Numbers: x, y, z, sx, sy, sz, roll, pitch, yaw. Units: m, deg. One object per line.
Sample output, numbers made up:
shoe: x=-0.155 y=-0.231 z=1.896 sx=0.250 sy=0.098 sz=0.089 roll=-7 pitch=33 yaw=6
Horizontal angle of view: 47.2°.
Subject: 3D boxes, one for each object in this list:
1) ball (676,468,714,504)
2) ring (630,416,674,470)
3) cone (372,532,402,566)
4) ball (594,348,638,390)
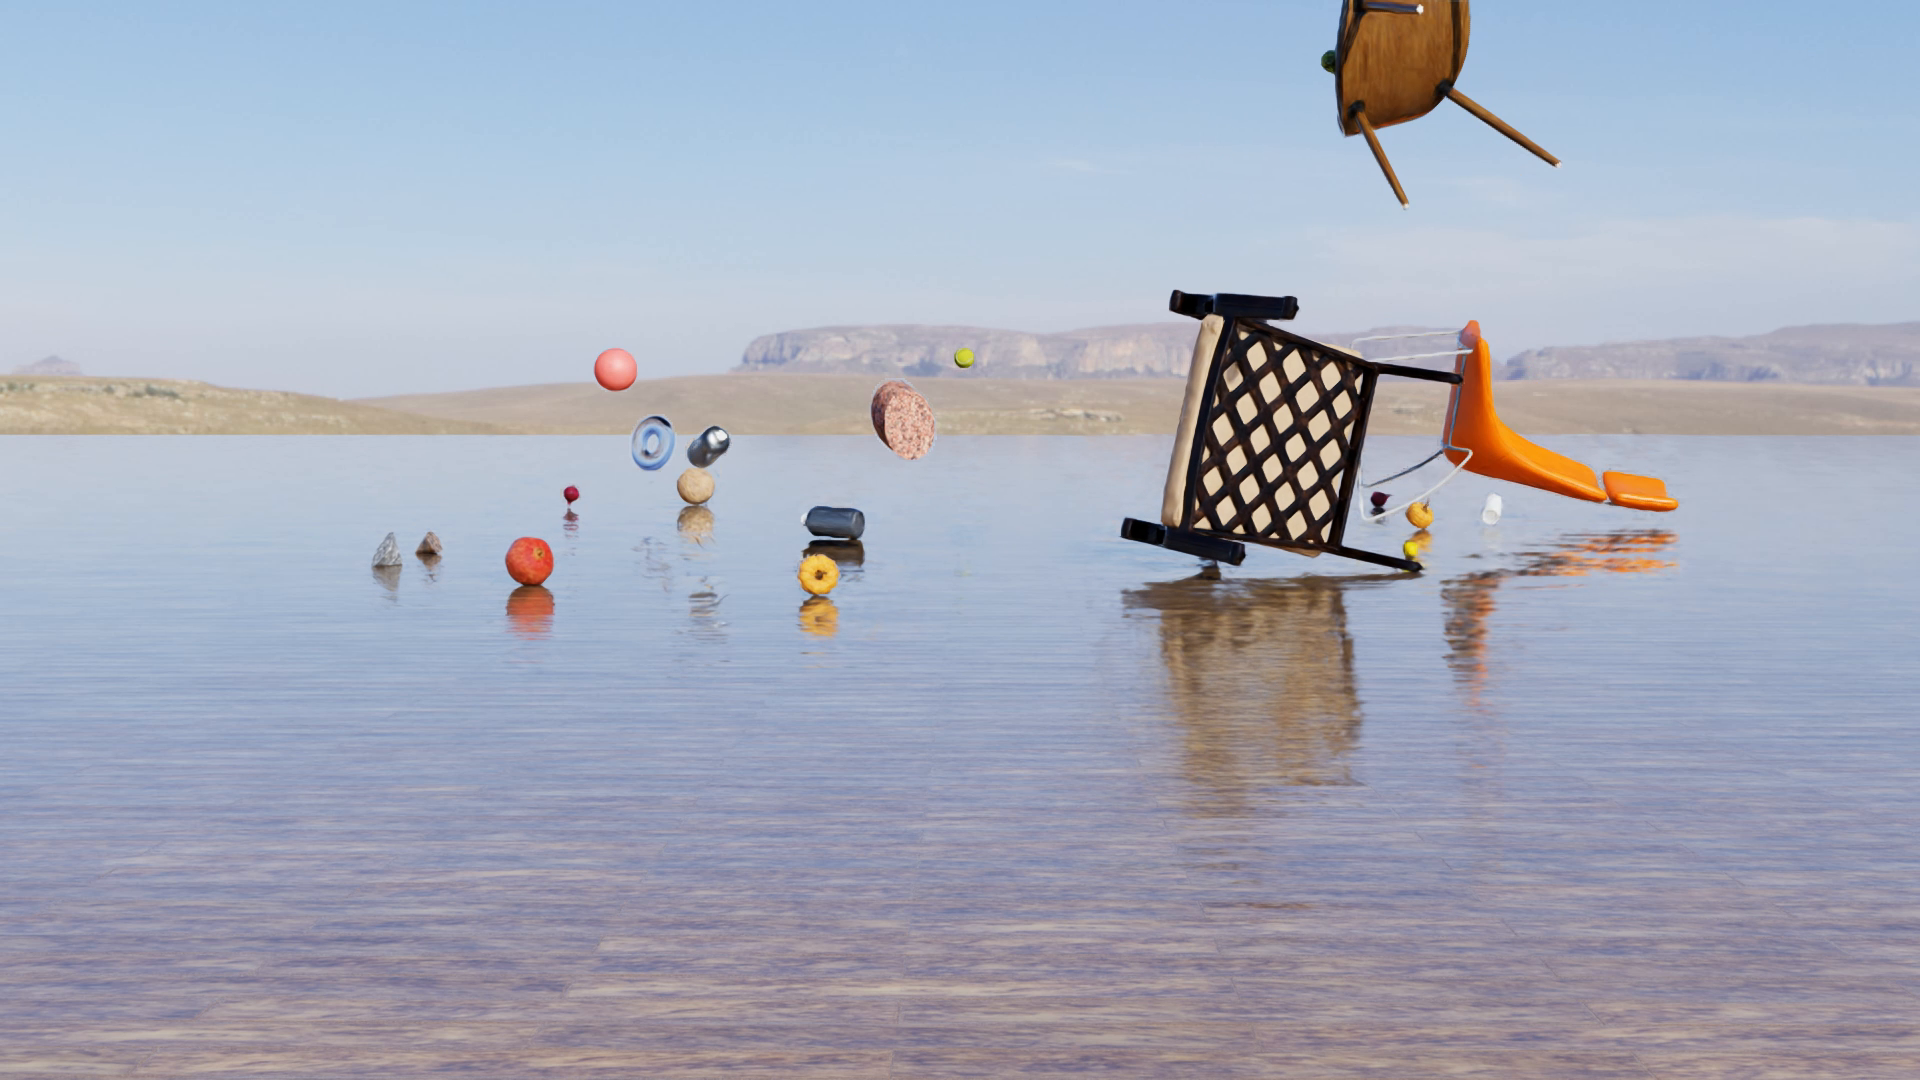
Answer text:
ball: x=-1.025 y=-0.209 z=8.529 sx=0.146 sy=0.146 sz=0.146 roll=0 pitch=4 yaw=0
ring: x=-1.163 y=-0.366 z=8.323 sx=0.207 sy=0.213 sz=0.049 roll=29 pitch=10 yaw=33
cone: x=-1.447 y=0.043 z=5.610 sx=0.059 sy=0.108 sz=0.069 roll=-11 pitch=-43 yaw=42
ball: x=-1.236 y=-0.613 z=7.901 sx=0.155 sy=0.155 sz=0.155 roll=0 pitch=4 yaw=0
